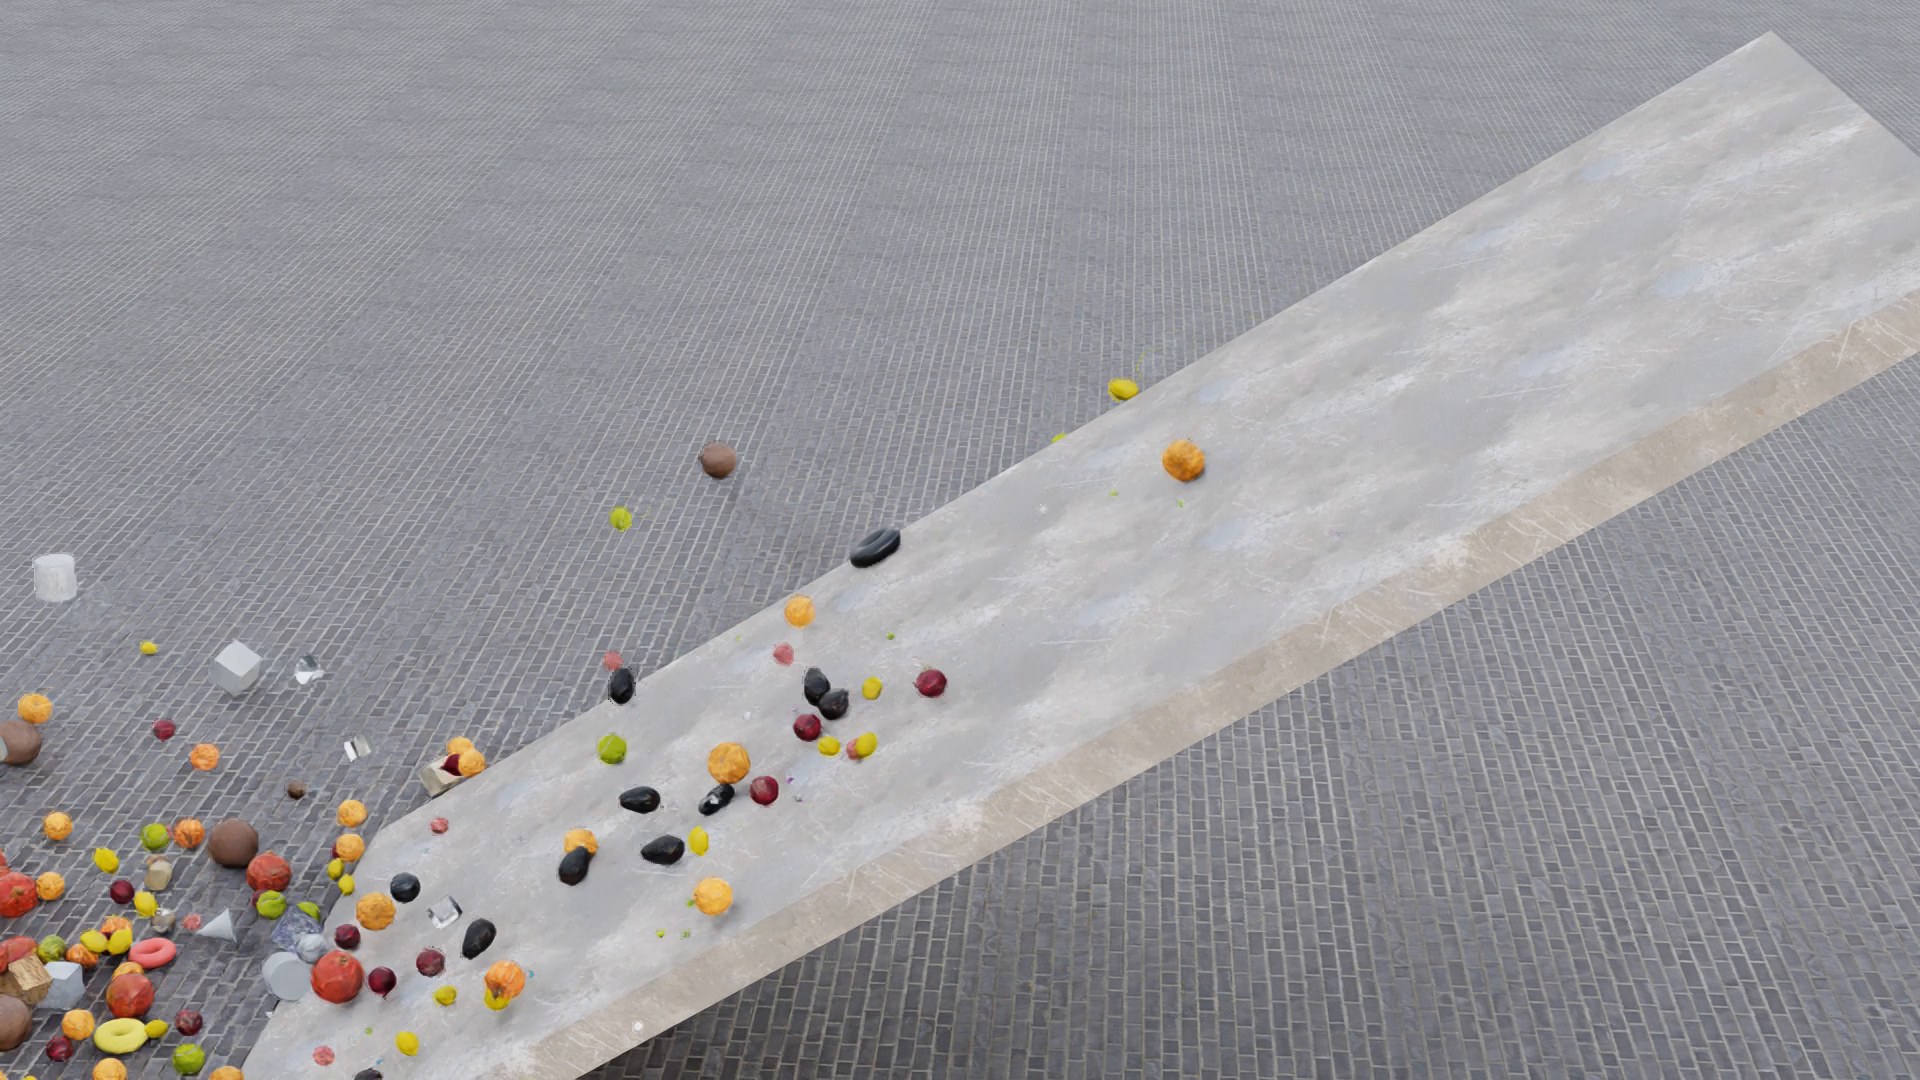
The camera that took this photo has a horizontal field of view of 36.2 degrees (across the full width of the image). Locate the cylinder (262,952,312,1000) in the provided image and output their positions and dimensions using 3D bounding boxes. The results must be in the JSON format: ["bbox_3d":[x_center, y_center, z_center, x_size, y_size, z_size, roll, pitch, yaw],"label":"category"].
[{"bbox_3d":[-1.548,1.003,6.766,0.094,0.094,0.094,-9,8,-24],"label":"cylinder"}]

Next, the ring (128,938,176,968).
[{"bbox_3d":[-1.969,1.008,7.168,0.114,0.038,0.114,-4,21,1],"label":"ring"}]

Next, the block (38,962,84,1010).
[{"bbox_3d":[-2.135,1.055,6.973,0.080,0.080,0.080,3,20,8],"label":"block"}]

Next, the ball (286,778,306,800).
[{"bbox_3d":[-1.818,0.682,8.059,0.055,0.055,0.055,0,20,0],"label":"ball"}]

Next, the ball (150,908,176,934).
[{"bbox_3d":[-1.979,0.945,7.304,0.065,0.065,0.065,0,20,0],"label":"ball"}]

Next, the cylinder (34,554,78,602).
[{"bbox_3d":[-2.367,0.099,7.702,0.098,0.098,0.098,0,18,0],"label":"cylinder"}]

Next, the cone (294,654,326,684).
[{"bbox_3d":[-1.945,0.396,8.886,0.089,0.089,0.089,15,-2,36],"label":"cone"}]

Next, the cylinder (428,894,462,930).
[{"bbox_3d":[-1.149,0.830,6.561,0.055,0.055,0.055,19,45,43],"label":"cylinder"}]

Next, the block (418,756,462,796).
[{"bbox_3d":[-1.430,0.649,8.084,0.071,0.071,0.071,-40,-9,39],"label":"block"}]

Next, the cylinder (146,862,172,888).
[{"bbox_3d":[-2.054,0.861,7.540,0.060,0.060,0.060,-8,-10,-20],"label":"cylinder"}]

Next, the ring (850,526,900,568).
[{"bbox_3d":[-0.208,0.018,7.206,0.143,0.048,0.143,-32,14,9],"label":"ring"}]

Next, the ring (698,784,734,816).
[{"bbox_3d":[-0.514,0.546,6.200,0.087,0.029,0.087,-35,14,10],"label":"ring"}]

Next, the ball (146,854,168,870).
[{"bbox_3d":[-2.082,0.839,7.625,0.051,0.051,0.051,0,20,0],"label":"ball"}]

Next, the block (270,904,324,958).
[{"bbox_3d":[-1.582,0.935,7.018,0.089,0.089,0.089,37,-7,-11],"label":"block"}]

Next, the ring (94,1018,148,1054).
[{"bbox_3d":[-1.935,1.144,6.783,0.124,0.041,0.124,1,20,0],"label":"ring"}]

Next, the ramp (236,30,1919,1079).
[{"bbox_3d":[0.141,0.169,6.290,4.000,0.100,2.000,-30,15,13],"label":"ramp"}]

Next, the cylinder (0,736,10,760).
[{"bbox_3d":[-2.329,0.499,7.088,0.056,0.056,0.056,-11,32,7],"label":"cylinder"}]

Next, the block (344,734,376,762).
[{"bbox_3d":[-1.693,0.585,8.296,0.056,0.056,0.056,-12,13,46],"label":"block"}]

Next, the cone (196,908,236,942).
[{"bbox_3d":[-1.828,0.954,7.210,0.089,0.089,0.089,-12,21,-10],"label":"cone"}]

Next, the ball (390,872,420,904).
[{"bbox_3d":[-1.214,0.761,6.438,0.066,0.066,0.066,0,20,0],"label":"ball"}]

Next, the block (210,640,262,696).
[{"bbox_3d":[-2.151,0.381,8.736,0.100,0.100,0.100,34,46,7],"label":"block"}]

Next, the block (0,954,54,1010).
[{"bbox_3d":[-2.187,1.035,6.880,0.080,0.080,0.080,47,36,20],"label":"block"}]

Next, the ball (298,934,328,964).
[{"bbox_3d":[-1.517,0.958,6.897,0.072,0.072,0.072,0,20,0],"label":"ball"}]
